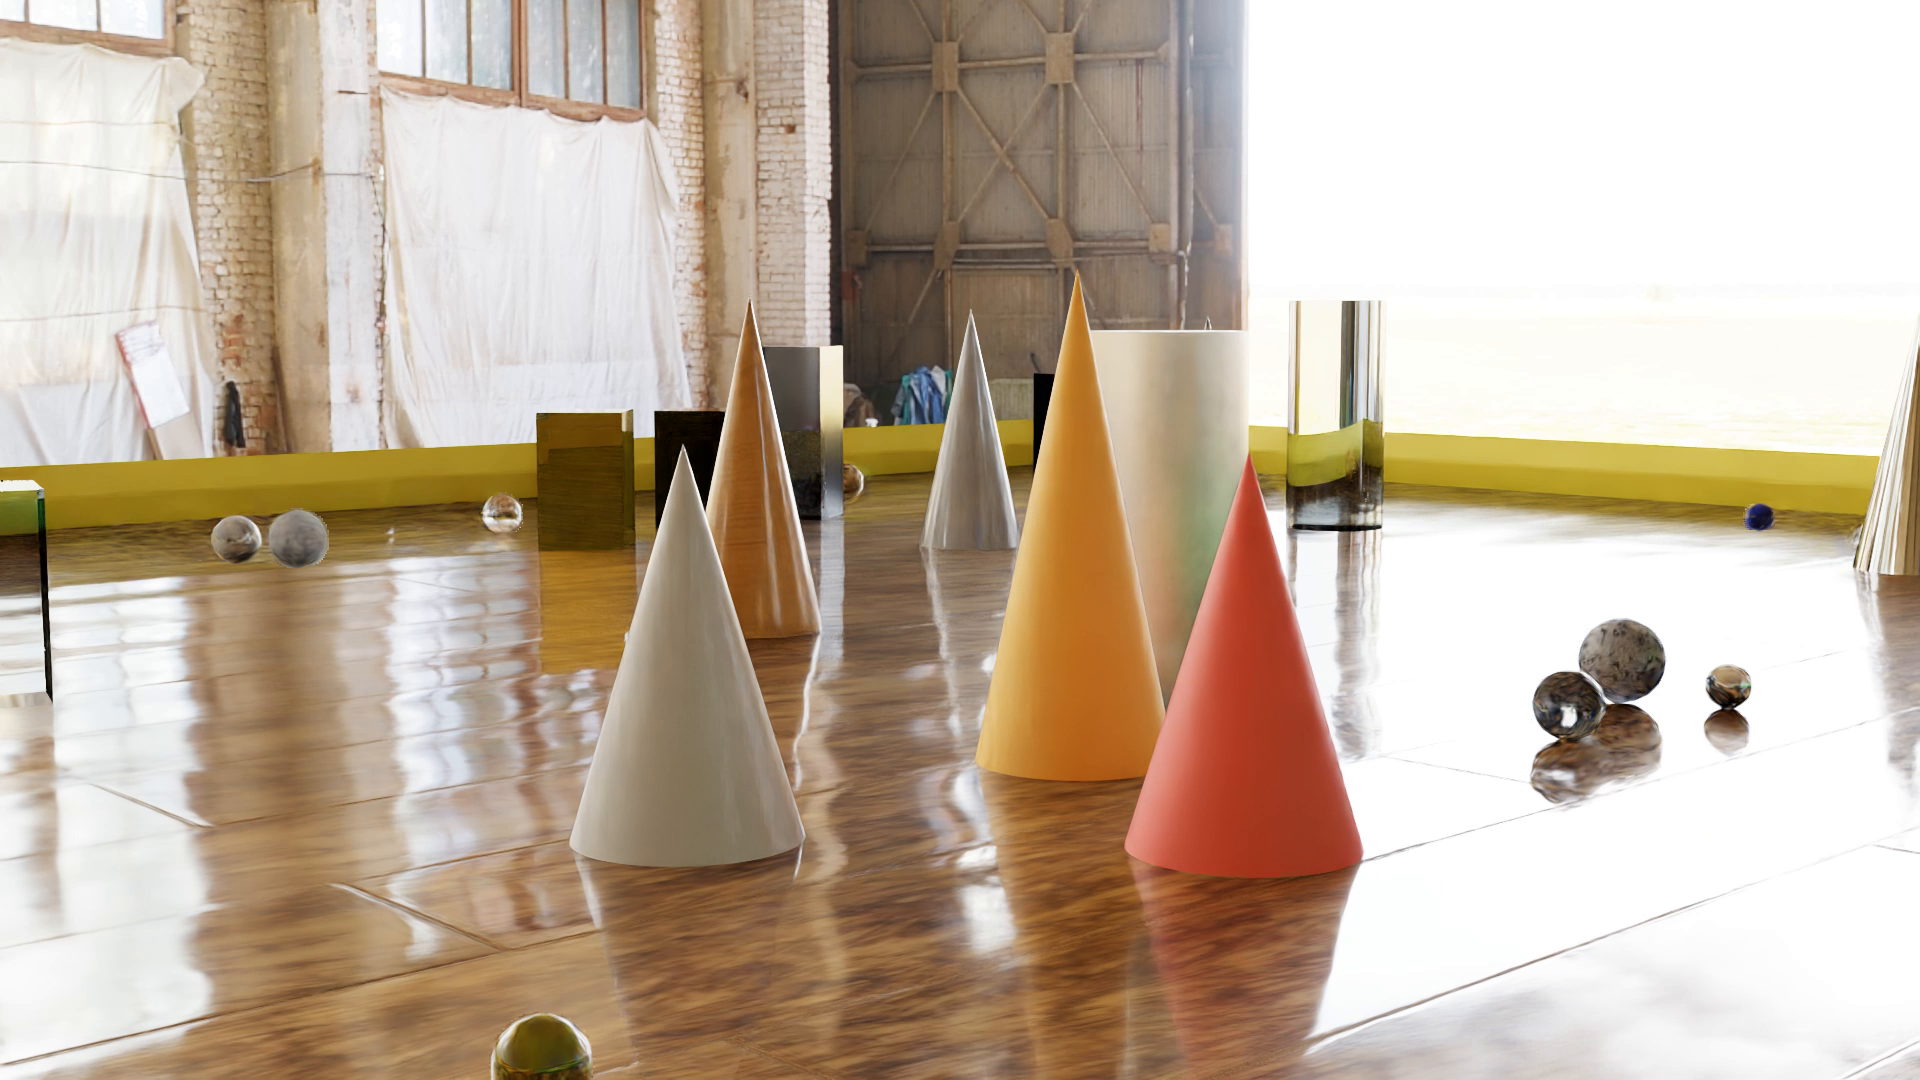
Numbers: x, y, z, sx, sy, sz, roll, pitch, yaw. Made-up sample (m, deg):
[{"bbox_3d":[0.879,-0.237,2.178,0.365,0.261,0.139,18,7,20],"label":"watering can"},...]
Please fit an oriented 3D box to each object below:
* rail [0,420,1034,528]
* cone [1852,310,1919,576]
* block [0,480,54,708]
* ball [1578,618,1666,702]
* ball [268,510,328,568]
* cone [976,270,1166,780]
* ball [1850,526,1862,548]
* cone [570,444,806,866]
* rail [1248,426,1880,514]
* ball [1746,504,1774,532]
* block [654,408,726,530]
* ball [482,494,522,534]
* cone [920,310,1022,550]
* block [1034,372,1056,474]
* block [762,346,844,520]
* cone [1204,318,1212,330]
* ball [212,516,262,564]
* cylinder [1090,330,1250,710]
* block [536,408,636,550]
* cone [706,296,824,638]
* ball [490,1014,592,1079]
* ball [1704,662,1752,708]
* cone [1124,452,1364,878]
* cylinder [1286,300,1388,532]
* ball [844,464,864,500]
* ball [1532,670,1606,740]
[{"bbox_3d":[-1.422,-0.126,4.864,4.925,0.129,0.045,-5,8,-42],"label":"rail"},{"bbox_3d":[1.649,-0.196,3.775,0.199,0.495,0.199,0,6,0],"label":"cone"},{"bbox_3d":[-1.135,0.062,2.516,0.159,0.245,0.159,-3,7,-27],"label":"block"},{"bbox_3d":[0.754,0.137,2.504,0.097,0.097,0.097,0,6,0],"label":"ball"},{"bbox_3d":[-1.153,-0.002,3.829,0.099,0.099,0.099,0,6,0],"label":"ball"},{"bbox_3d":[0.114,-0.023,2.164,0.199,0.486,0.199,0,6,0],"label":"cone"},{"bbox_3d":[1.691,-0.004,4.122,0.043,0.043,0.043,0,6,0],"label":"ball"},{"bbox_3d":[-0.231,0.086,1.848,0.199,0.335,0.199,0,6,0],"label":"cone"},{"bbox_3d":[1.792,-0.138,4.977,0.045,0.129,4.241,-5,8,-42],"label":"rail"},{"bbox_3d":[1.622,-0.046,4.458,0.056,0.056,0.056,0,6,0],"label":"ball"},{"bbox_3d":[-0.530,-0.149,4.549,0.159,0.242,0.159,1,6,10],"label":"block"},{"bbox_3d":[-0.917,-0.052,4.403,0.079,0.079,0.079,0,6,0],"label":"ball"},{"bbox_3d":[0.021,-0.215,4.185,0.199,0.448,0.199,0,6,0],"label":"cone"},{"bbox_3d":[0.263,-0.188,4.570,0.159,0.315,0.159,-4,7,-31],"label":"block"},{"bbox_3d":[-0.353,-0.235,4.767,0.159,0.368,0.159,2,6,14],"label":"block"},{"bbox_3d":[0.429,-0.173,3.830,0.199,0.439,0.199,0,6,0],"label":"cone"},{"bbox_3d":[-1.281,-0.001,3.891,0.084,0.084,0.084,0,6,0],"label":"ball"},{"bbox_3d":[0.231,-0.029,2.532,0.199,0.421,0.199,0,6,0],"label":"cylinder"},{"bbox_3d":[-0.707,-0.117,4.168,0.159,0.257,0.159,0,6,-1],"label":"block"},{"bbox_3d":[-0.292,-0.108,3.072,0.199,0.467,0.199,0,6,0],"label":"cone"},{"bbox_3d":[-0.232,0.291,1.221,0.056,0.056,0.056,0,6,0],"label":"ball"},{"bbox_3d":[0.864,0.164,2.471,0.051,0.051,0.051,0,6,0],"label":"ball"},{"bbox_3d":[0.236,0.091,1.814,0.199,0.331,0.199,0,6,0],"label":"cone"},{"bbox_3d":[0.774,-0.259,4.524,0.199,0.466,0.199,0,6,0],"label":"cylinder"},{"bbox_3d":[-0.256,-0.129,4.878,0.083,0.083,0.083,0,6,0],"label":"ball"},{"bbox_3d":[0.633,0.171,2.286,0.074,0.074,0.074,0,6,0],"label":"ball"}]
